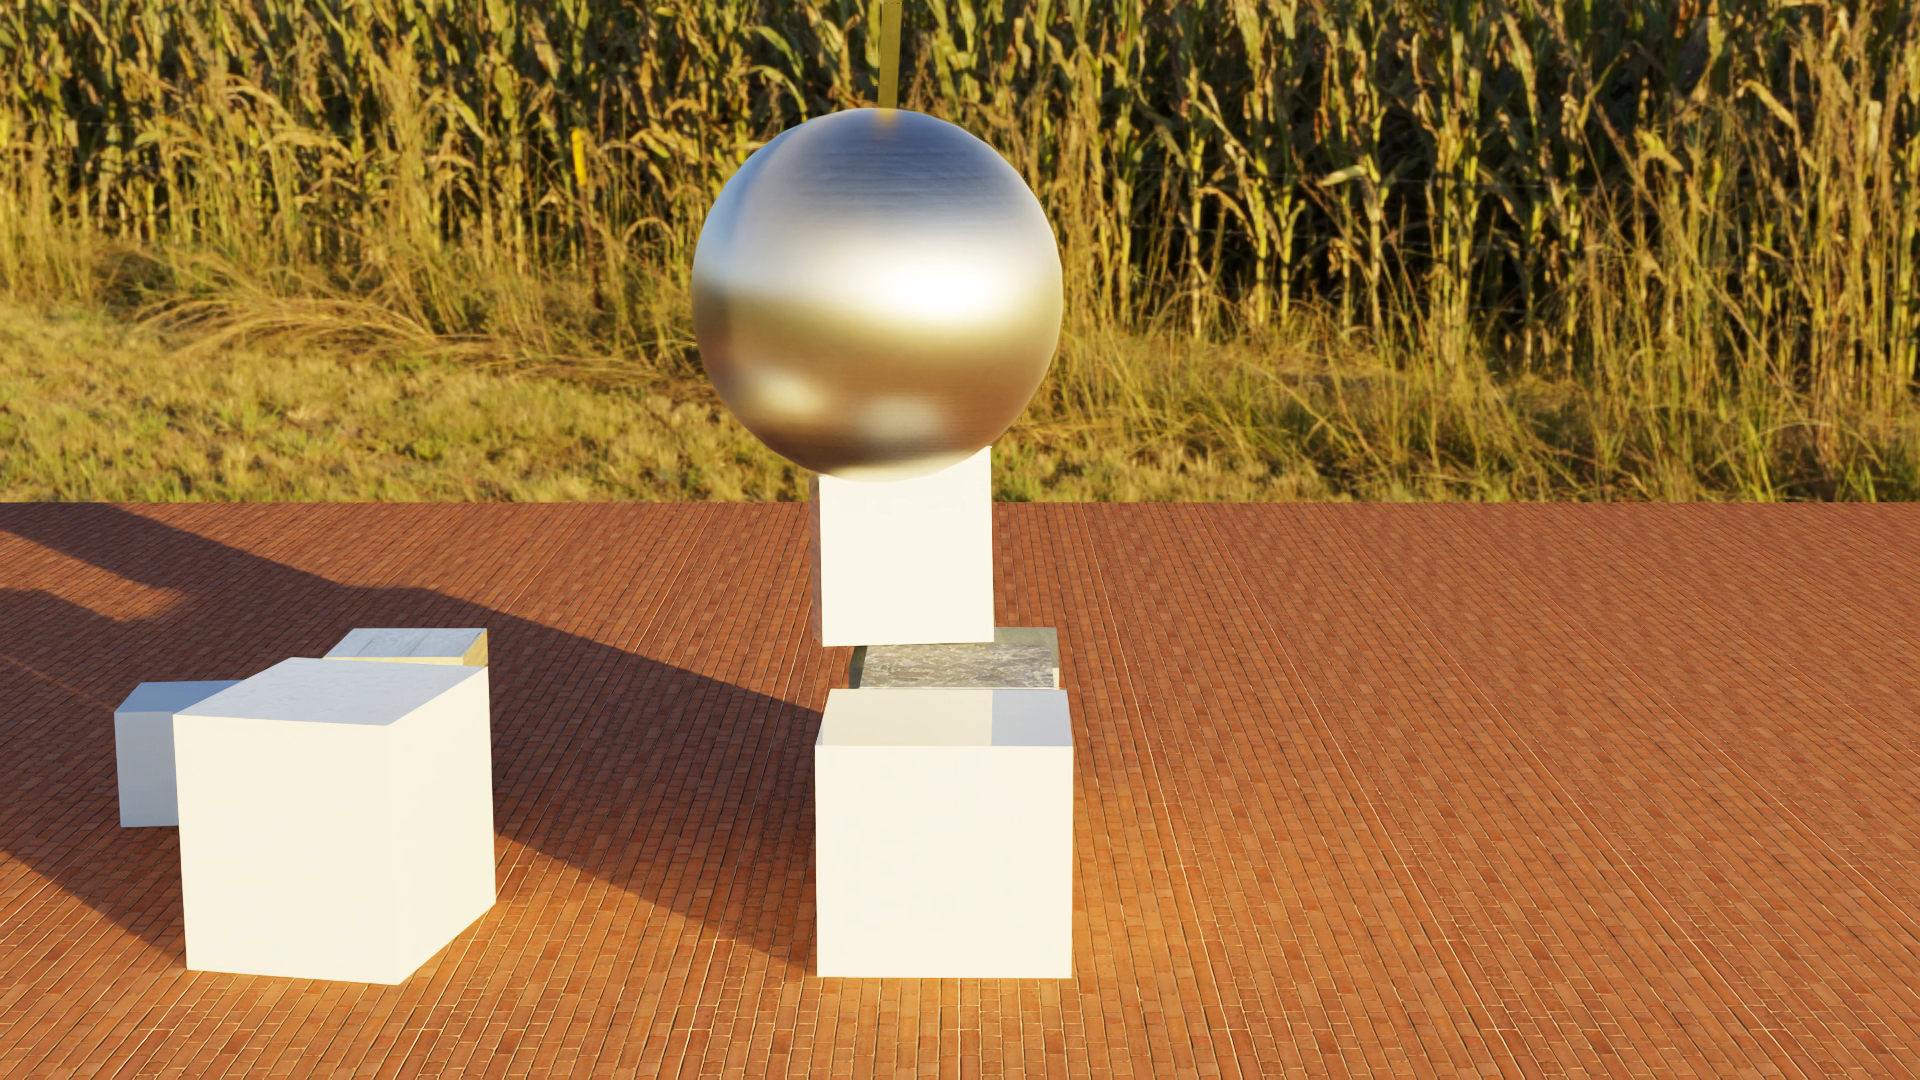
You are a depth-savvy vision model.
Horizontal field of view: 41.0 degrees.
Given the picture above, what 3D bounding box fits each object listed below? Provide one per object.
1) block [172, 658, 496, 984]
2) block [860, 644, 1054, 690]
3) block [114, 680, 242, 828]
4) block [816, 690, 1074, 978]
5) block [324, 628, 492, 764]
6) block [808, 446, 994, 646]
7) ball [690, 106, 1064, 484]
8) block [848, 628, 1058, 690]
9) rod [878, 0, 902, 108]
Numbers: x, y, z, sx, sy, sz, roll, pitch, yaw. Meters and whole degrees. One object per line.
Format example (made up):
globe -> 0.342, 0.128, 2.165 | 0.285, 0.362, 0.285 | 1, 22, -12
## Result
block -> -2.529, 1.120, 10.499 | 0.893, 1.040, 1.022 | 2, 11, 11
block -> -0.009, 1.011, 11.399 | 0.830, 0.932, 0.838 | 0, 10, 0
block -> -3.690, 1.022, 12.390 | 0.609, 0.556, 0.610 | -1, 10, -6
block -> -0.055, 1.177, 10.470 | 0.998, 0.938, 0.929 | 0, 10, 1
block -> -2.702, 0.877, 12.605 | 0.664, 0.765, 0.650 | 0, 10, 0
block -> -0.291, 0.019, 12.099 | 0.782, 0.893, 0.816 | -1, 1, -7
ball -> -0.355, -1.044, 10.991 | 1.600, 1.600, 1.600 | 0, 10, 0
block -> -0.018, 0.907, 12.309 | 0.967, 0.811, 0.884 | 0, 10, 1
rod -> -0.154, -4.383, 10.383 | 0.080, 5.200, 0.080 | 3, 10, -1
